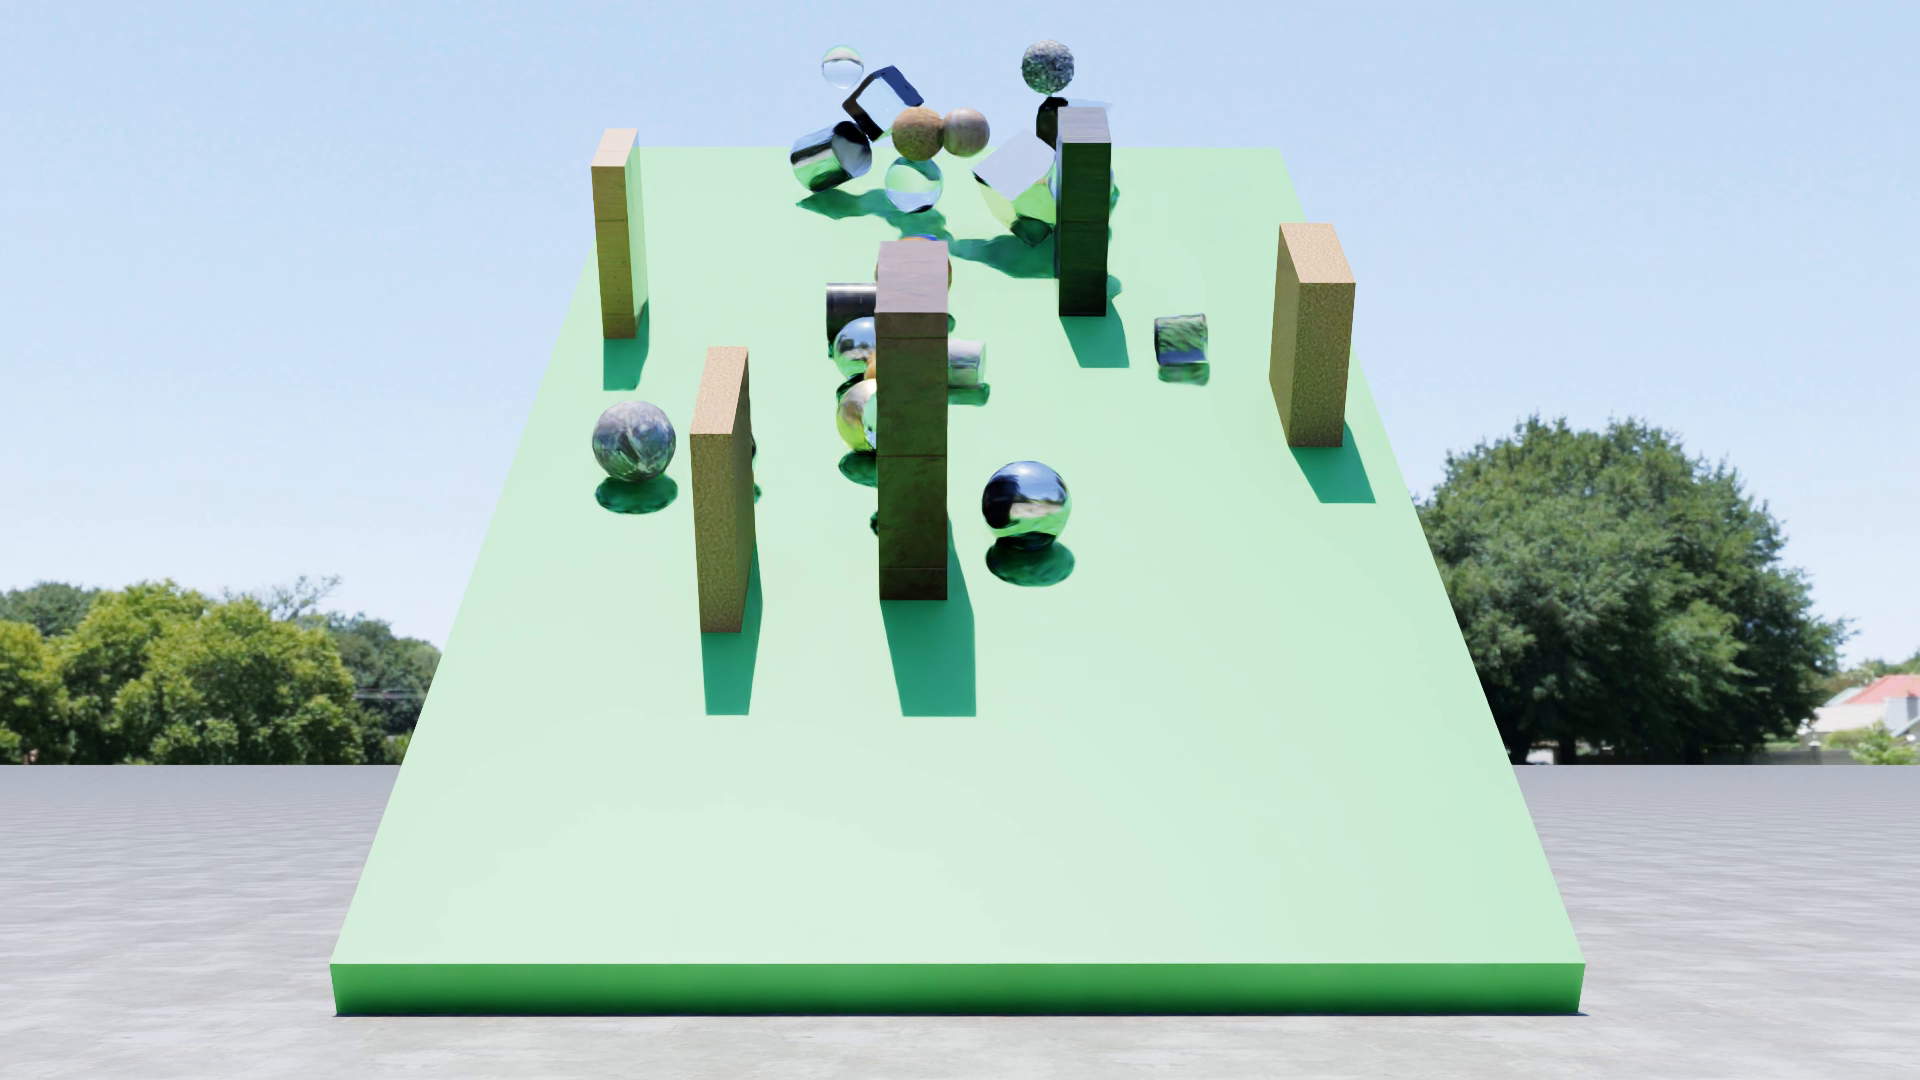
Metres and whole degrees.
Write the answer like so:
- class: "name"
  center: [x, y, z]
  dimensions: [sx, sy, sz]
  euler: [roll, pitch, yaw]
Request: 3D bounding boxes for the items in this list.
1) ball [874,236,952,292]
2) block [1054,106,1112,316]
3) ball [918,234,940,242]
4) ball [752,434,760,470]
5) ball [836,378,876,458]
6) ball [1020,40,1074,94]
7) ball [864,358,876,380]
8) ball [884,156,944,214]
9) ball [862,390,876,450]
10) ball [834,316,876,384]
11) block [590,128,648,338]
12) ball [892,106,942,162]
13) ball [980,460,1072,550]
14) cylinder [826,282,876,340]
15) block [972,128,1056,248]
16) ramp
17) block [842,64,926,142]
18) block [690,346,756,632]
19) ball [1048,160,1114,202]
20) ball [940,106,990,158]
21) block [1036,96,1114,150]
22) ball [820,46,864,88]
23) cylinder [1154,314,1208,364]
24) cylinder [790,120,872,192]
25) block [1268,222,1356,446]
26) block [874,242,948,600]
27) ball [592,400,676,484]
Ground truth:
- class: "ball"
  center: [-0.119, -0.679, 6.125]
  dimensions: [0.200, 0.200, 0.200]
  euler: [0, -5, 0]
- class: "block"
  center: [0.314, -0.849, 6.165]
  dimensions: [0.123, 0.466, 0.287]
  euler: [0, 28, 0]
- class: "ball"
  center: [-0.094, -0.760, 6.370]
  dimensions: [0.113, 0.113, 0.113]
  euler: [0, -5, 0]
- class: "ball"
  center: [-0.516, -0.189, 5.259]
  dimensions: [0.147, 0.147, 0.147]
  euler: [0, -5, 0]
- class: "ball"
  center: [-0.191, -0.274, 5.388]
  dimensions: [0.179, 0.179, 0.179]
  euler: [0, -5, 0]
- class: "ball"
  center: [0.260, -1.400, 7.064]
  dimensions: [0.160, 0.160, 0.160]
  euler: [0, -5, 0]
- class: "ball"
  center: [-0.152, -0.367, 5.591]
  dimensions: [0.151, 0.151, 0.151]
  euler: [0, -5, 0]
- class: "ball"
  center: [-0.131, -1.013, 6.783]
  dimensions: [0.171, 0.171, 0.171]
  euler: [0, -5, 0]
- class: "ball"
  center: [-0.123, -0.258, 5.156]
  dimensions: [0.177, 0.177, 0.177]
  euler: [0, -5, 0]
- class: "ball"
  center: [-0.220, -0.451, 5.730]
  dimensions: [0.169, 0.169, 0.169]
  euler: [0, -5, 0]
- class: "block"
  center: [-0.857, -0.776, 6.032]
  dimensions: [0.082, 0.454, 0.288]
  euler: [0, 28, 0]
- class: "ball"
  center: [-0.116, -1.137, 6.679]
  dimensions: [0.154, 0.154, 0.154]
  euler: [0, -5, 0]
- class: "ball"
  center: [0.139, -0.073, 4.998]
  dimensions: [0.191, 0.191, 0.191]
  euler: [0, -5, 0]
- class: "cylinder"
  center: [-0.261, -0.575, 5.988]
  dimensions: [0.144, 0.144, 0.144]
  euler: [0, -5, 0]
- class: "block"
  center: [0.188, -0.964, 6.542]
  dimensions: [0.194, 0.194, 0.194]
  euler: [45, -10, 39]
- class: "ramp"
  center: [-0.011, -0.222, 5.588]
  dimensions: [2.000, 0.100, 4.000]
  euler: [0, 28, 0]
- class: "block"
  center: [-0.223, -1.267, 6.929]
  dimensions: [0.143, 0.143, 0.143]
  euler: [-42, -2, 33]
- class: "block"
  center: [-0.474, -0.107, 4.799]
  dimensions: [0.080, 0.435, 0.415]
  euler: [0, 28, 0]
- class: "ball"
  center: [0.323, -0.959, 6.370]
  dimensions: [0.178, 0.178, 0.178]
  euler: [0, -5, 0]
- class: "ball"
  center: [0.013, -1.128, 6.607]
  dimensions: [0.141, 0.141, 0.141]
  euler: [0, -5, 0]
- class: "block"
  center: [0.330, -1.172, 6.976]
  dimensions: [0.194, 0.194, 0.194]
  euler: [8, 24, 9]
- class: "ball"
  center: [-0.340, -1.368, 6.904]
  dimensions: [0.125, 0.125, 0.125]
  euler: [0, -5, 0]
- class: "cylinder"
  center: [0.543, -0.493, 5.847]
  dimensions: [0.117, 0.117, 0.117]
  euler: [-4, -6, 14]
- class: "cylinder"
  center: [-0.372, -1.108, 6.902]
  dimensions: [0.167, 0.167, 0.167]
  euler: [-13, -12, 39]
- class: "block"
  center: [0.813, -0.480, 5.541]
  dimensions: [0.123, 0.403, 0.377]
  euler: [0, 28, 0]
- class: "block"
  center: [-0.095, -0.244, 4.853]
  dimensions: [0.138, 0.628, 0.373]
  euler: [0, 28, 0]
- class: "ball"
  center: [-0.720, -0.217, 5.272]
  dimensions: [0.185, 0.185, 0.185]
  euler: [0, -5, 0]
